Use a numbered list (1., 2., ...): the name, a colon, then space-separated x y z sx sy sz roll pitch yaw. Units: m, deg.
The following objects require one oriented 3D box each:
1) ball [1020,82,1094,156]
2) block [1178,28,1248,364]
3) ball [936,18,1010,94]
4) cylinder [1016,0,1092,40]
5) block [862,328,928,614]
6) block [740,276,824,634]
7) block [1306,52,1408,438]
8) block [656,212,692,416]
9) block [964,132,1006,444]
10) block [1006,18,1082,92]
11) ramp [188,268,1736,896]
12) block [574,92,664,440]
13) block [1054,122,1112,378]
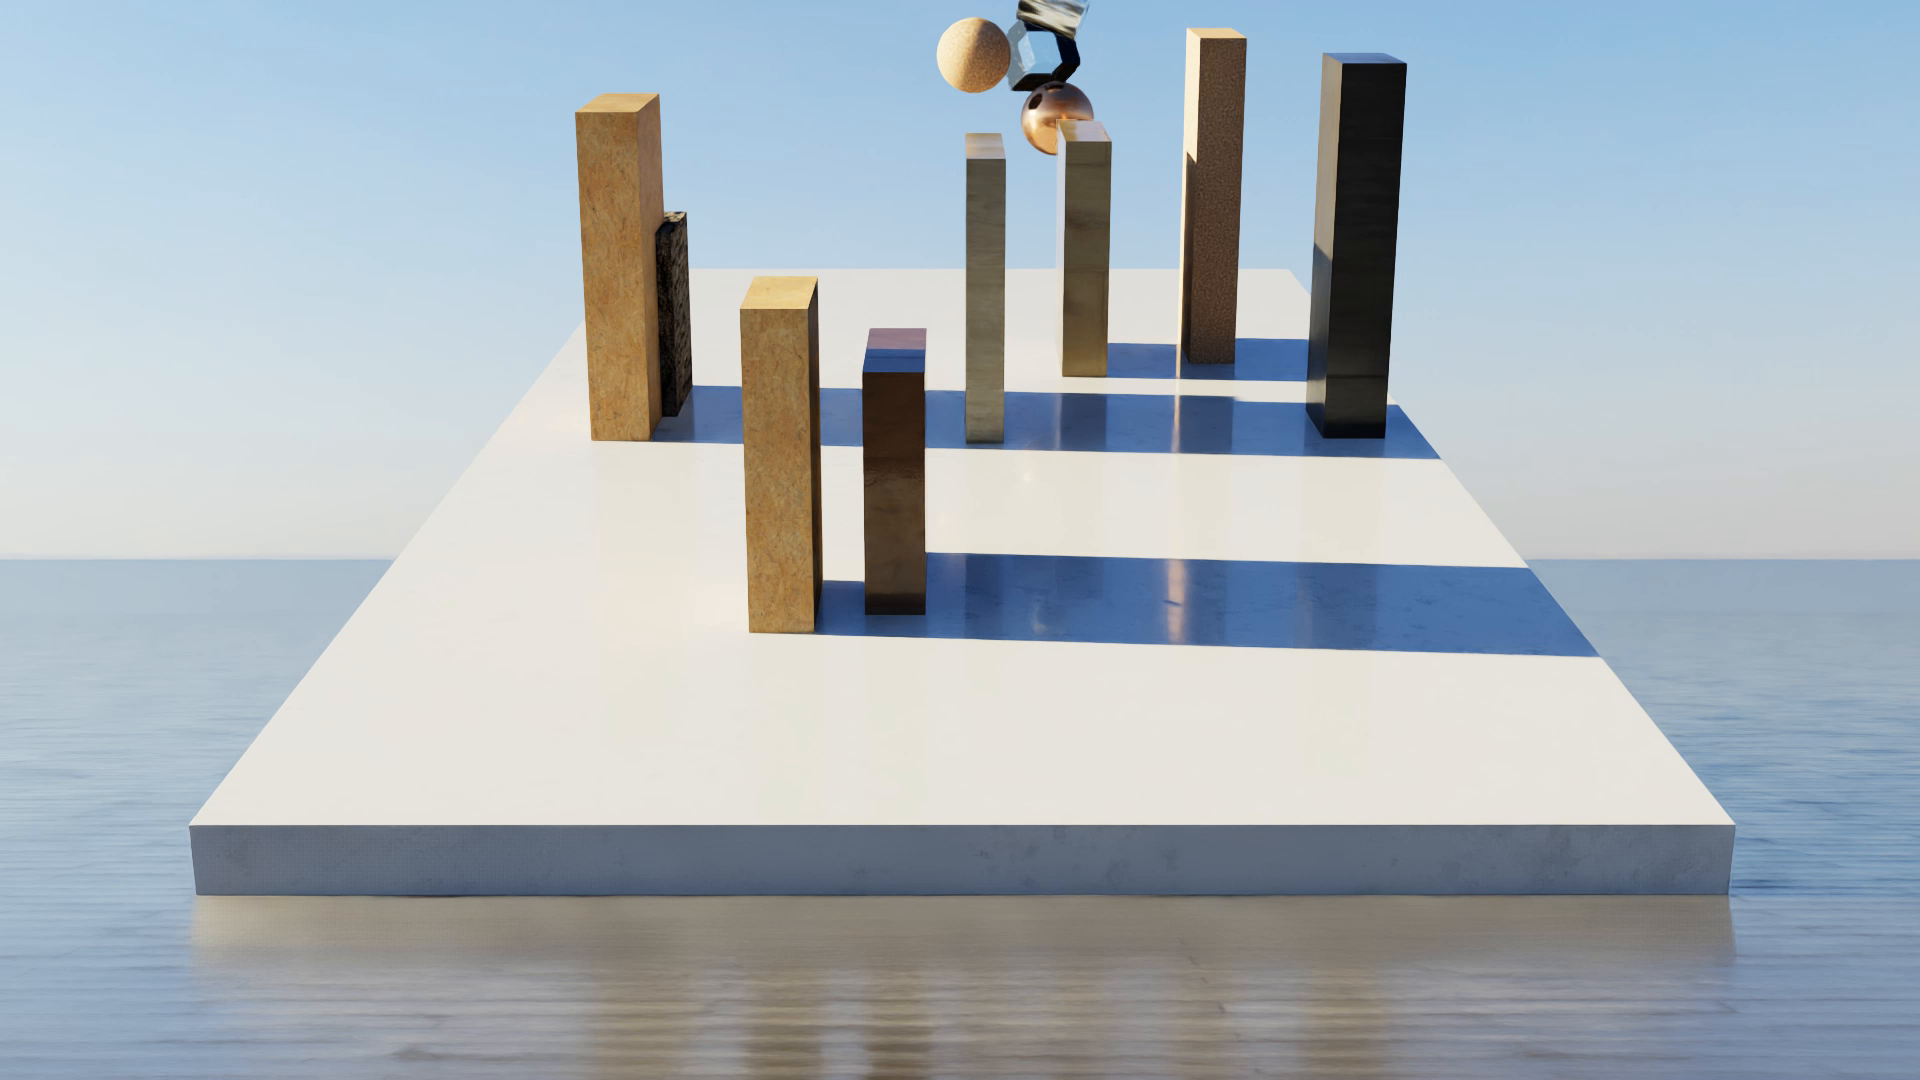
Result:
1. ball: 0.275 -1.190 6.288 0.208 0.208 0.208 0 0 0
2. block: 0.619 -0.852 5.492 0.110 0.782 0.306 0 17 0
3. ball: 0.039 -1.358 6.233 0.208 0.208 0.208 0 0 0
4. cylinder: 0.274 -1.530 6.301 0.178 0.178 0.178 22 1 2
5. block: -0.107 -0.123 3.768 0.100 0.409 0.344 0 17 0
6. block: -0.287 -0.144 3.631 0.105 0.529 0.274 0 17 0
7. block: 0.844 -0.632 4.771 0.132 0.789 0.251 0 17 0
8. block: -0.686 -0.515 5.030 0.115 0.409 0.306 0 17 0
9. block: 0.052 -0.555 4.837 0.081 0.602 0.432 0 17 0
10. block: 0.232 -1.419 6.496 0.156 0.156 0.156 -6 -17 -29
11. ramp: -0.003 -0.177 4.801 2.000 0.100 4.000 0 17 0
12. block: -0.723 -0.597 4.818 0.125 0.692 0.375 0 17 0
13. block: 0.297 -0.715 5.425 0.107 0.559 0.393 0 17 0
